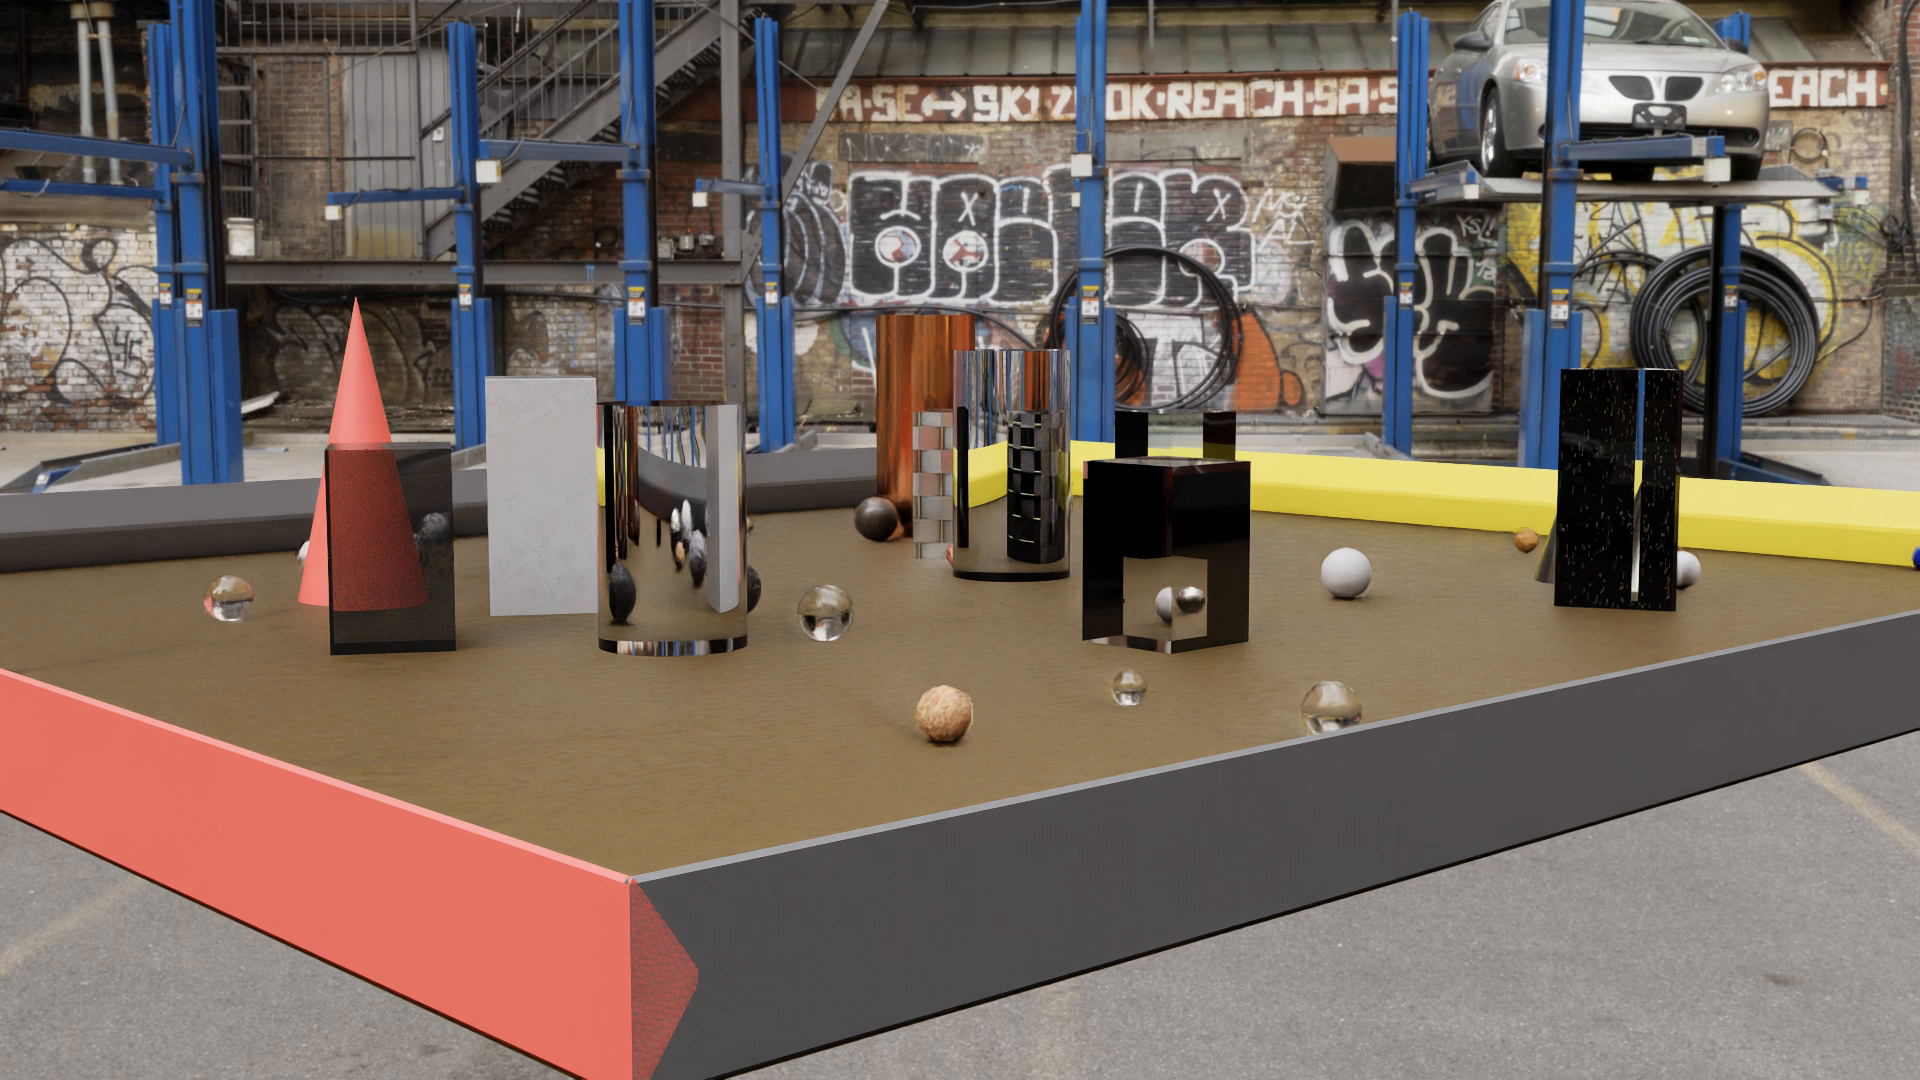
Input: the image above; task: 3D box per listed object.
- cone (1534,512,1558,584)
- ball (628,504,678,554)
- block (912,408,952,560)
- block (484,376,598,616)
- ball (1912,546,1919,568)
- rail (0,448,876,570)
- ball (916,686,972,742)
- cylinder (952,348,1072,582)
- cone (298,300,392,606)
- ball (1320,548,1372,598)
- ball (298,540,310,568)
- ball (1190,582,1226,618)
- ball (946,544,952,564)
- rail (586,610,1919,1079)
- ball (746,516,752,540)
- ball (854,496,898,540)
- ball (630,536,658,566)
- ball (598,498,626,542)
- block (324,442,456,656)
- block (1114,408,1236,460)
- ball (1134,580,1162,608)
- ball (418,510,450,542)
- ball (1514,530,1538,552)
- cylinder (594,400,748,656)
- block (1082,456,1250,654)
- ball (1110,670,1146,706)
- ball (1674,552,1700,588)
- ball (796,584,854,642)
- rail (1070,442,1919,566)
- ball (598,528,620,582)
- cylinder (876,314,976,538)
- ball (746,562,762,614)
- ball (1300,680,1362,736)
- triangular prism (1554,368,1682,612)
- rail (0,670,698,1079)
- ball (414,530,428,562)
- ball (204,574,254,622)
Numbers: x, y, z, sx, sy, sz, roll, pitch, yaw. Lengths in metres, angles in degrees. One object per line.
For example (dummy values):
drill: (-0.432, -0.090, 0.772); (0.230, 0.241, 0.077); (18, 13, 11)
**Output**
cone: (1.053, -0.095, 3.626); (0.198, 0.325, 0.198); (0, 6, 0)
ball: (-0.561, -0.019, 4.022); (0.092, 0.092, 0.092); (0, 6, 0)
block: (0.011, -0.104, 4.007); (0.159, 0.264, 0.159); (1, 6, 13)
block: (-0.627, -0.070, 3.293); (0.159, 0.346, 0.159); (-1, 6, -12)
ball: (1.661, 0.030, 3.779); (0.046, 0.046, 0.046); (0, 6, 0)
rail: (-0.954, -0.074, 4.360); (3.139, 0.129, 0.045); (-5, 8, -42)
ball: (-0.017, 0.180, 2.276); (0.058, 0.058, 0.058); (0, 6, 0)
cylinder: (0.087, -0.129, 3.696); (0.198, 0.379, 0.198); (0, 6, 0)
cone: (-0.927, -0.142, 3.397); (0.198, 0.467, 0.198); (0, 6, 0)
ball: (0.600, 0.051, 3.416); (0.078, 0.078, 0.078); (0, 6, 0)
ball: (-1.086, 0.028, 3.716); (0.061, 0.061, 0.061); (0, 6, 0)
ball: (0.360, 0.087, 3.193); (0.053, 0.053, 0.053); (0, 6, 0)
ball: (0.002, 0.026, 3.803); (0.048, 0.048, 0.048); (0, 6, 0)
rail: (0.954, 0.141, 2.304); (3.139, 0.129, 0.045); (-5, 8, -42)
ball: (-0.427, -0.023, 4.254); (0.053, 0.053, 0.053); (0, 6, 0)
ball: (-0.162, -0.041, 4.265); (0.086, 0.086, 0.086); (0, 6, 0)
ball: (-0.552, 0.020, 3.842); (0.052, 0.052, 0.052); (0, 6, 0)
ball: (-0.671, -0.030, 4.090); (0.099, 0.099, 0.099); (0, 6, 0)
block: (-0.757, 0.007, 2.931); (0.159, 0.266, 0.159); (-1, 6, -13)
block: (0.401, -0.111, 4.102); (0.159, 0.259, 0.159); (-4, 7, -37)
ball: (0.282, 0.082, 3.303); (0.041, 0.041, 0.041); (0, 6, 0)
ball: (-1.018, -0.027, 4.255); (0.060, 0.060, 0.060); (0, 6, 0)
ball: (1.045, 0.002, 4.058); (0.042, 0.042, 0.042); (0, 6, 0)
cylinder: (-0.383, -0.020, 2.923); (0.198, 0.323, 0.198); (0, 6, 0)
block: (0.277, 0.015, 2.960); (0.159, 0.244, 0.159); (-6, 8, -43)
ball: (0.190, 0.167, 2.482); (0.041, 0.041, 0.041); (0, 6, 0)
ball: (1.159, 0.048, 3.534); (0.060, 0.060, 0.060); (0, 6, 0)
ball: (-0.181, 0.098, 2.969); (0.078, 0.078, 0.078); (0, 6, 0)
rail: (1.136, -0.075, 4.374); (0.045, 0.129, 2.860); (-5, 8, -42)
ball: (-0.602, 0.026, 3.594); (0.092, 0.092, 0.092); (0, 6, 0)
cylinder: (-0.068, -0.231, 4.398); (0.198, 0.436, 0.198); (0, 6, 0)
ball: (-0.331, 0.070, 3.194); (0.086, 0.086, 0.086); (0, 6, 0)
ball: (0.385, 0.177, 2.283); (0.062, 0.062, 0.062); (0, 6, 0)
triangular prism: (1.007, -0.082, 3.350); (0.172, 0.358, 0.149); (2, 6, 20)
rail: (-1.136, 0.142, 2.289); (0.045, 0.129, 2.860); (-5, 8, -42)
ball: (-0.957, 0.015, 3.805); (0.070, 0.070, 0.070); (0, 6, 0)
ball: (-1.051, 0.083, 3.159); (0.067, 0.067, 0.067); (0, 6, 0)
